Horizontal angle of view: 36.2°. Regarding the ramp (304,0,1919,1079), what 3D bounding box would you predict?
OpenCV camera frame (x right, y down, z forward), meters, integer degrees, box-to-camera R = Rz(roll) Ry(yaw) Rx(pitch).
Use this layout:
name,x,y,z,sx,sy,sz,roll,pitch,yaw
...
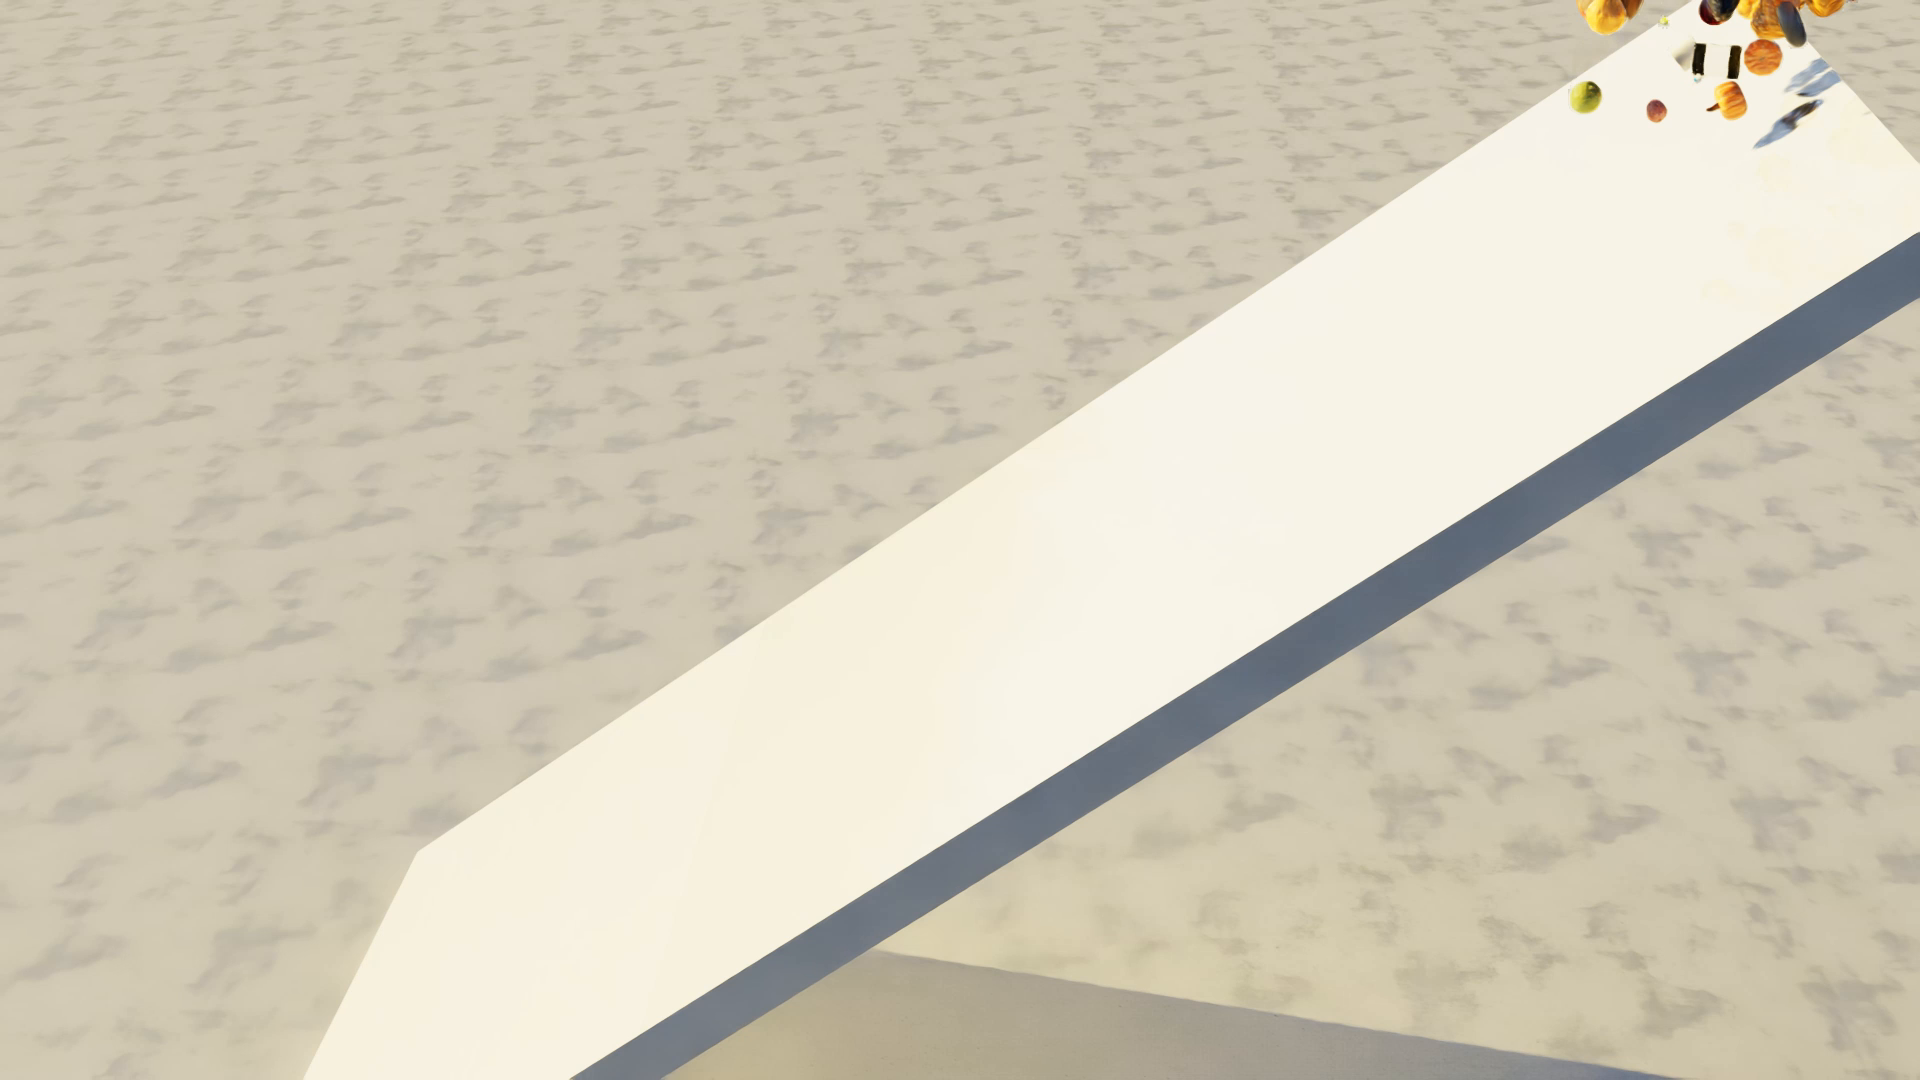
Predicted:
name,x,y,z,sx,sy,sz,roll,pitch,yaw
ramp,0.132,0.177,6.315,4.000,0.100,2.000,-34,16,16

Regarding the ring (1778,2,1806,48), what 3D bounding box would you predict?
name,x,y,z,sx,sy,sz,roll,pitch,yaw
ring,1.590,-0.985,5.623,0.031,0.094,0.094,-20,13,27

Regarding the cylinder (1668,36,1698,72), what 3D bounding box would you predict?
name,x,y,z,sx,sy,sz,roll,pitch,yaw
cylinder,1.450,-0.969,5.861,0.053,0.053,0.053,-38,17,14

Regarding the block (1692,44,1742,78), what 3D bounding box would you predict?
name,x,y,z,sx,sy,sz,roll,pitch,yaw
block,1.484,-0.939,5.769,0.064,0.064,0.064,-3,12,-31
